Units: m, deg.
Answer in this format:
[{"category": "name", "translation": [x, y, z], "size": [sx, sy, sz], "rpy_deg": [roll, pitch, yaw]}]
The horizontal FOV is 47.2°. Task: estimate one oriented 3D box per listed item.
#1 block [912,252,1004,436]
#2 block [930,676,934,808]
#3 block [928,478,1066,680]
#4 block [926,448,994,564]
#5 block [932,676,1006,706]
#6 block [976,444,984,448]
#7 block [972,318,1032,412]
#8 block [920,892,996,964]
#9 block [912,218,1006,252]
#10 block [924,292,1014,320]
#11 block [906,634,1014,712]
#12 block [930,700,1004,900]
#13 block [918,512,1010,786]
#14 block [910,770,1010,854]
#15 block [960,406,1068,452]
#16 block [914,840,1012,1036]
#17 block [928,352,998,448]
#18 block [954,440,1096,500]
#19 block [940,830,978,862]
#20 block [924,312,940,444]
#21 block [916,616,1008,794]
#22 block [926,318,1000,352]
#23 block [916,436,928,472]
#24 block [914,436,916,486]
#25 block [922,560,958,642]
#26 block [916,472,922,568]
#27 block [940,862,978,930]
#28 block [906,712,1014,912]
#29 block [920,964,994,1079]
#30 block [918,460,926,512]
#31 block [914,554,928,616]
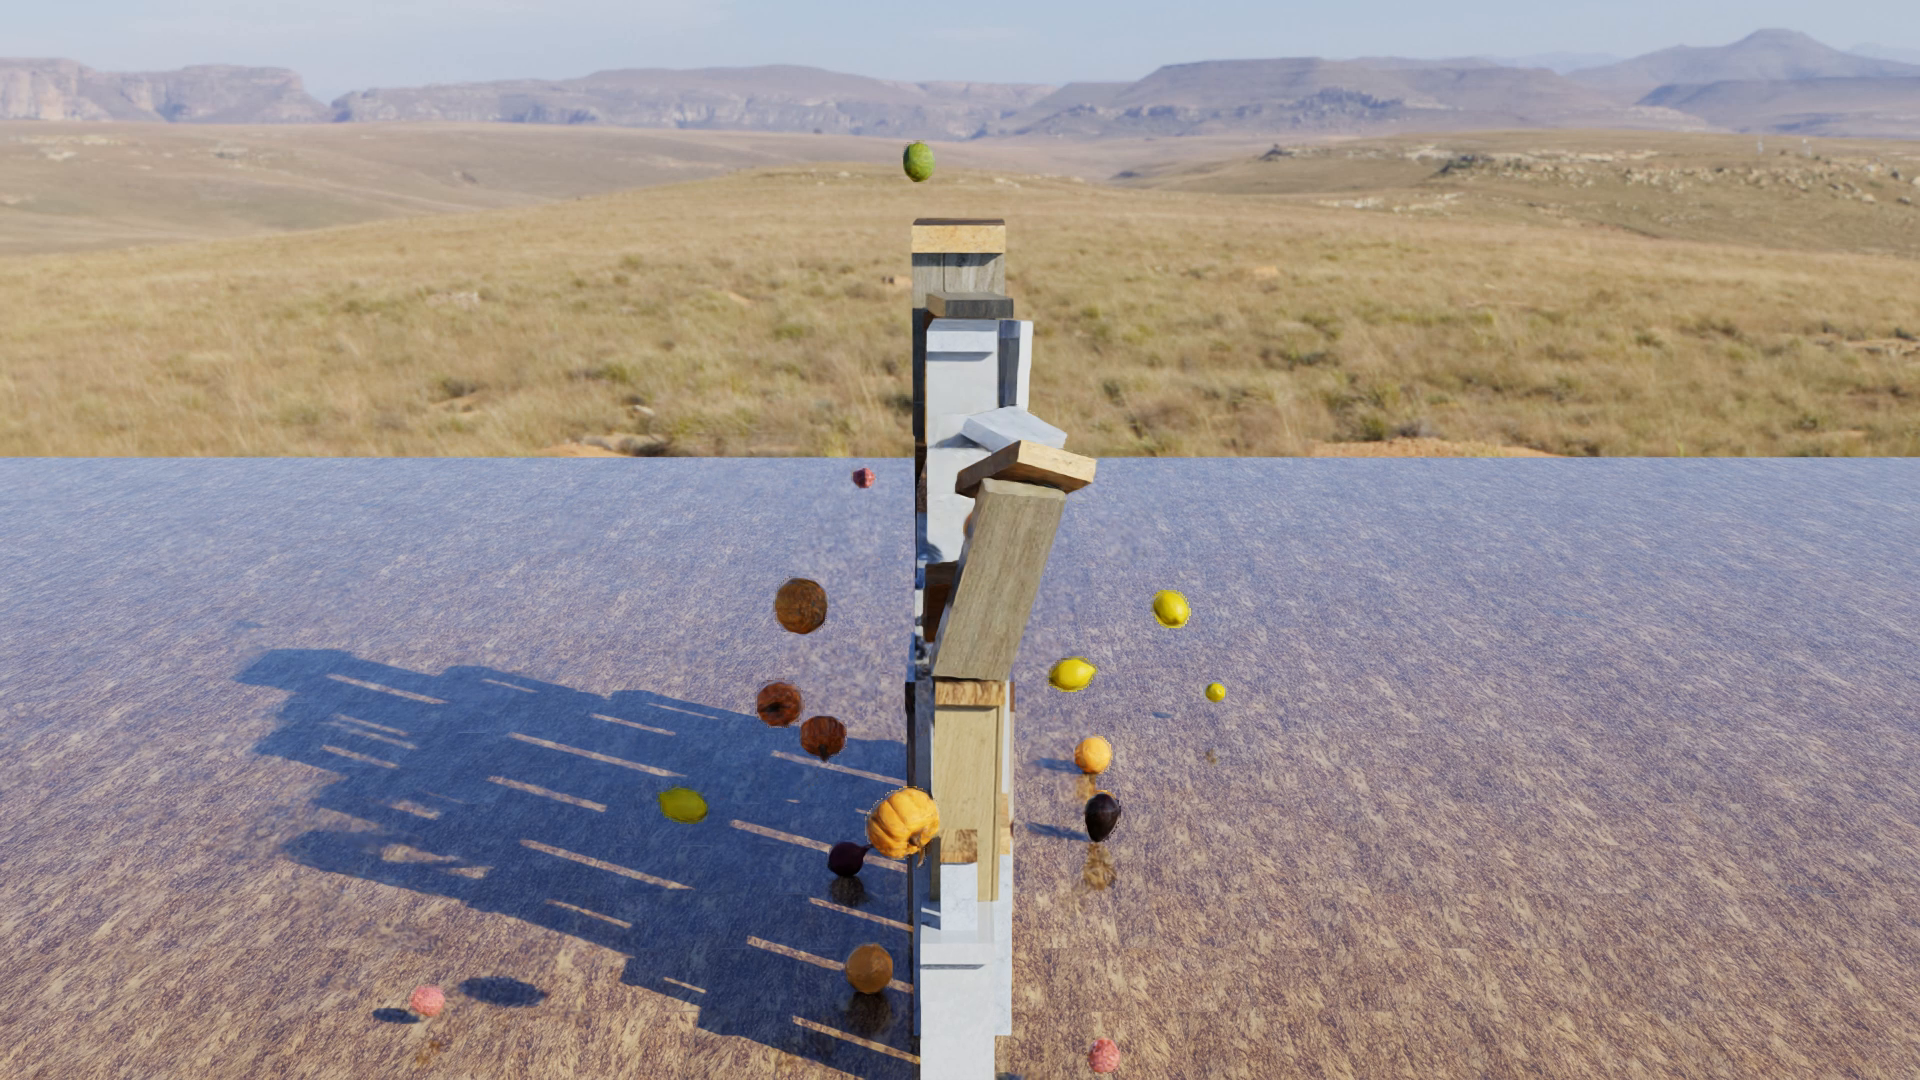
[{"category": "block", "translation": [-0.002, -0.334, 3.739], "size": [0.156, 0.312, 0.044], "rpy_deg": [0, 11, 0]}, {"category": "block", "translation": [0.005, 0.284, 3.094], "size": [0.093, 0.186, 0.026], "rpy_deg": [0, 9, 0]}, {"category": "block", "translation": [0.046, 0.056, 2.864], "size": [0.106, 0.303, 0.030], "rpy_deg": [5, 36, -16]}, {"category": "block", "translation": [0.001, -0.034, 3.133], "size": [0.095, 0.190, 0.027], "rpy_deg": [0, 11, 0]}, {"category": "block", "translation": [0.011, 0.189, 3.016], "size": [0.093, 0.026, 0.186], "rpy_deg": [1, 11, -3]}, {"category": "block", "translation": [0.045, -0.071, 3.264], "size": [0.095, 0.190, 0.027], "rpy_deg": [27, 10, 7]}, {"category": "block", "translation": [0.058, -0.235, 3.512], "size": [0.108, 0.236, 0.031], "rpy_deg": [9, 10, 39]}, {"category": "block", "translation": [-0.003, 0.516, 2.931], "size": [0.097, 0.027, 0.194], "rpy_deg": [0, 10, 0]}, {"category": "block", "translation": [-0.001, -0.529, 3.809], "size": [0.156, 0.044, 0.312], "rpy_deg": [0, 11, 0]}, {"category": "block", "translation": [0.013, -0.381, 3.571], "size": [0.108, 0.031, 0.216], "rpy_deg": [-2, 9, -9]}, {"category": "block", "translation": [0.001, 0.217, 3.654], "size": [0.172, 0.049, 0.345], "rpy_deg": [0, 11, 0]}, {"category": "block", "translation": [0.009, 0.351, 2.980], "size": [0.093, 0.278, 0.026], "rpy_deg": [1, 9, -2]}, {"category": "block", "translation": [0.006, 0.168, 3.430], "size": [0.143, 0.442, 0.041], "rpy_deg": [0, 11, 1]}, {"category": "block", "translation": [0.000, 0.388, 3.150], "size": [0.137, 0.039, 0.274], "rpy_deg": [0, 11, 0]}, {"category": "block", "translation": [0.080, -0.154, 3.185], "size": [0.095, 0.027, 0.190], "rpy_deg": [29, 18, 15]}, {"category": "block", "translation": [0.003, 0.559, 3.087], "size": [0.137, 0.274, 0.039], "rpy_deg": [0, 10, 0]}, {"category": "block", "translation": [0.004, -0.182, 3.305], "size": [0.105, 0.210, 0.030], "rpy_deg": [1, 11, 2]}, {"category": "block", "translation": [0.083, -0.082, 2.865], "size": [0.106, 0.030, 0.211], "rpy_deg": [15, -15, -19]}, {"category": "block", "translation": [-0.001, 0.403, 2.901], "size": [0.048, 0.014, 0.096], "rpy_deg": [0, 10, 0]}, {"category": "block", "translation": [-0.005, -0.270, 3.658], "size": [0.108, 0.216, 0.031], "rpy_deg": [0, 10, 1]}, {"category": "block", "translation": [0.003, 0.231, 3.164], "size": [0.133, 0.266, 0.038], "rpy_deg": [0, 11, 0]}, {"category": "block", "translation": [0.007, -0.313, 3.352], "size": [0.105, 0.030, 0.210], "rpy_deg": [1, 11, 2]}, {"category": "block", "translation": [0.001, -0.160, 3.773], "size": [0.152, 0.043, 0.303], "rpy_deg": [0, 11, 0]}, {"category": "block", "translation": [-0.004, -0.314, 3.957], "size": [0.156, 0.433, 0.044], "rpy_deg": [0, 10, -1]}, {"category": "block", "translation": [0.005, 0.081, 2.977], "size": [0.106, 0.030, 0.211], "rpy_deg": [-8, -22, -6]}, {"category": "block", "translation": [0.002, 0.029, 3.705], "size": [0.152, 0.303, 0.043], "rpy_deg": [0, 11, 0]}, {"category": "block", "translation": [-0.001, 0.463, 2.879], "size": [0.048, 0.096, 0.014], "rpy_deg": [0, 11, 0]}, {"category": "block", "translation": [0.001, 0.432, 3.577], "size": [0.172, 0.345, 0.049], "rpy_deg": [0, 11, 0]}, {"category": "block", "translation": [-0.003, 0.637, 2.888], "size": [0.097, 0.193, 0.027], "rpy_deg": [0, 10, 0]}, {"category": "block", "translation": [0.011, -0.087, 3.479], "size": [0.143, 0.041, 0.286], "rpy_deg": [0, 11, 2]}, {"category": "block", "translation": [0.003, 0.065, 3.223], "size": [0.133, 0.038, 0.266], "rpy_deg": [0, 11, 0]}]
